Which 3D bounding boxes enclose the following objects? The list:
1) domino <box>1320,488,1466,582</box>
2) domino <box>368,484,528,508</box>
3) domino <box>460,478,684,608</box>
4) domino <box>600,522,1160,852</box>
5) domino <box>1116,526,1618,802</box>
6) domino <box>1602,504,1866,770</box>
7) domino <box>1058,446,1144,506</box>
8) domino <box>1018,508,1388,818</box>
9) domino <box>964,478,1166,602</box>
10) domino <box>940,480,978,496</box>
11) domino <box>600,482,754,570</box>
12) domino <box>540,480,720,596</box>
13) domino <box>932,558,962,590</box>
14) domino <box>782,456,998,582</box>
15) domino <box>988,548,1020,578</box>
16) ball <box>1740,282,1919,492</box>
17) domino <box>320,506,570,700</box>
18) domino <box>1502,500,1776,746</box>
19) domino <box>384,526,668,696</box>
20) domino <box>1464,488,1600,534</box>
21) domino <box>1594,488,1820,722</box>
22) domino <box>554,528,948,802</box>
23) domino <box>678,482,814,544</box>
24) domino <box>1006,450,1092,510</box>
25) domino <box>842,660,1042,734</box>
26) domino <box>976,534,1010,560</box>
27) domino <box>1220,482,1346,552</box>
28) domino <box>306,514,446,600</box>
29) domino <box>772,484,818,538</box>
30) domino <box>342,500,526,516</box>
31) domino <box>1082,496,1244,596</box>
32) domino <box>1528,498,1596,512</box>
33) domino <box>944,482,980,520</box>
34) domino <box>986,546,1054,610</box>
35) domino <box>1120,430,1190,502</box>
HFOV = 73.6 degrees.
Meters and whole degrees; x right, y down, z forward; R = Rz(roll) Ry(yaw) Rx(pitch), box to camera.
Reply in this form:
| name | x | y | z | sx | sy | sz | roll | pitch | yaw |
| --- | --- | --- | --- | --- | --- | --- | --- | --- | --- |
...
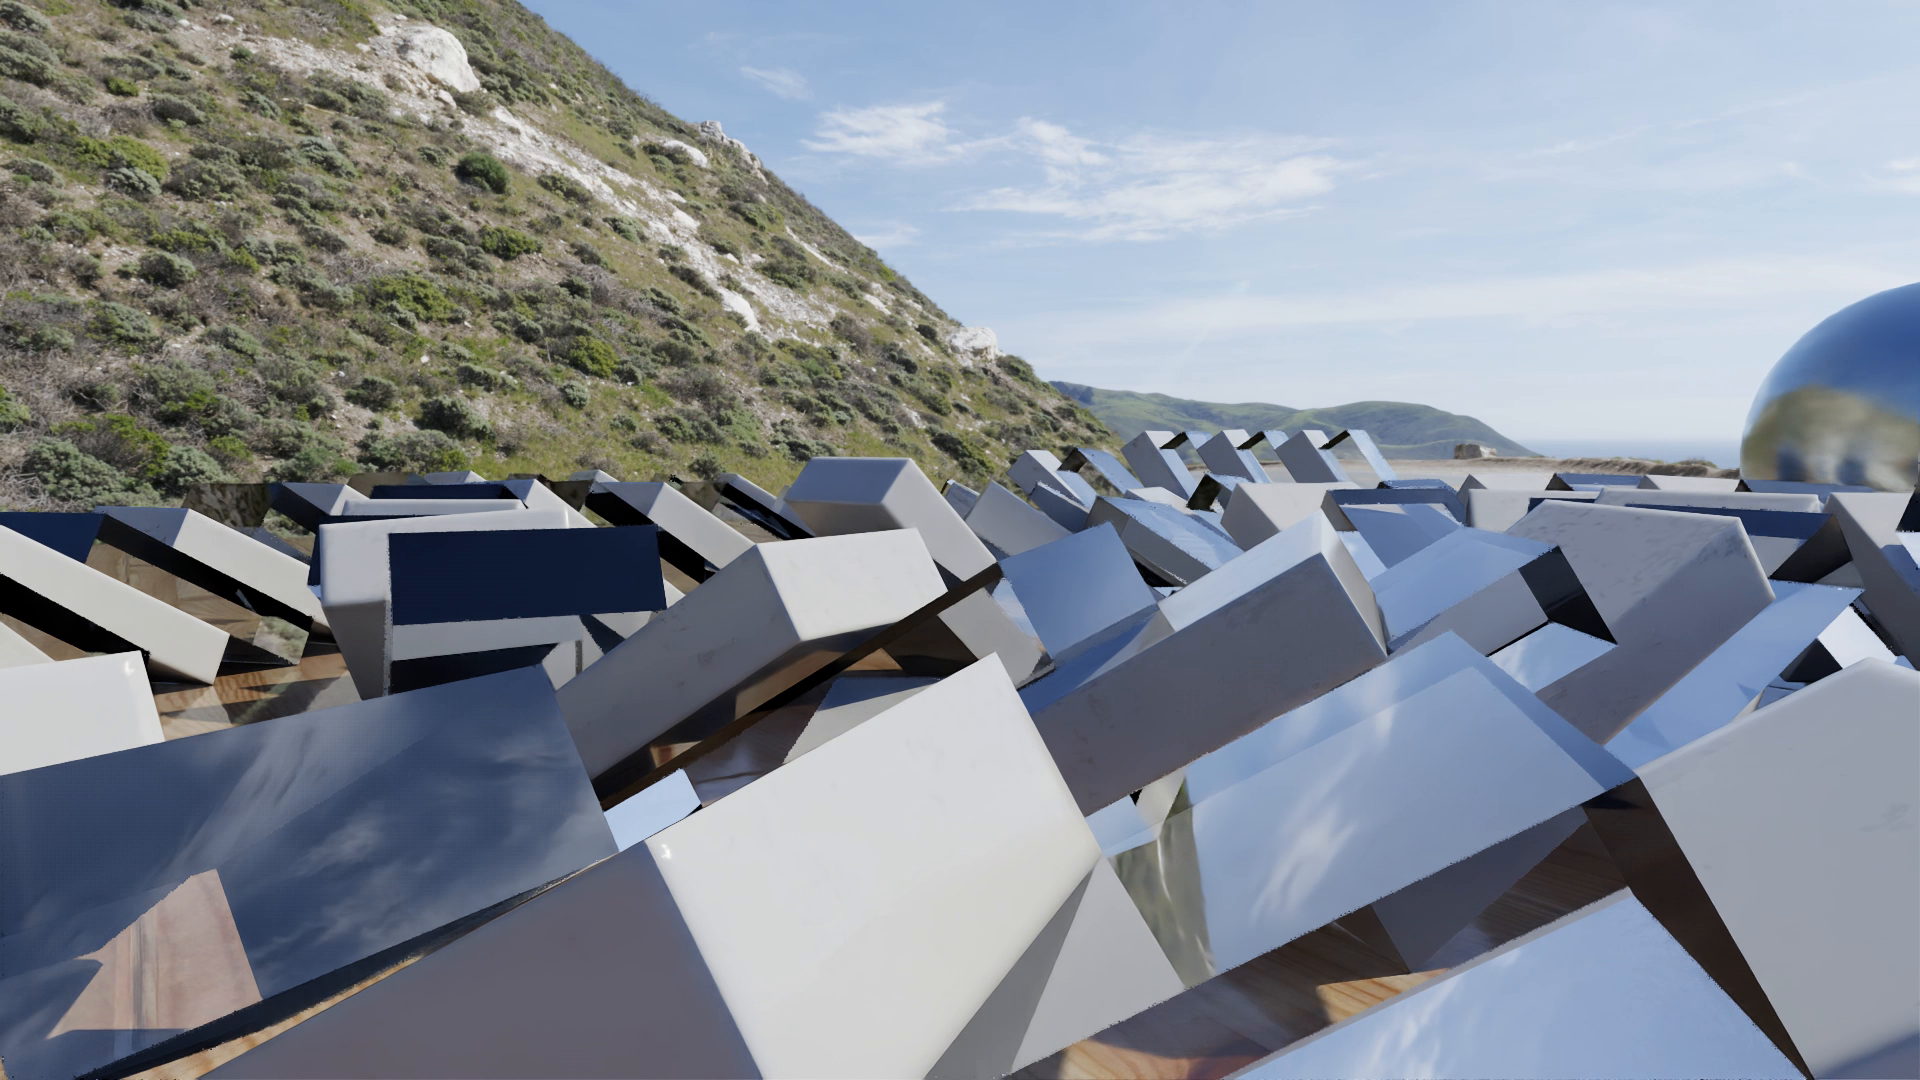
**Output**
| name | x | y | z | sx | sy | sz | roll | pitch | yaw |
| --- | --- | --- | --- | --- | --- | --- | --- | --- | --- |
| domino | 0.083 | 0.009 | 0.219 | 0.025 | 0.009 | 0.050 | -1 | 36 | -13 |
| domino | -0.076 | 0.008 | 0.221 | 0.025 | 0.009 | 0.050 | 0 | -30 | 19 |
| domino | -0.073 | 0.006 | 0.239 | 0.025 | 0.009 | 0.050 | -1 | -30 | 29 |
| domino | -0.008 | 0.016 | 0.121 | 0.050 | 0.009 | 0.025 | -32 | -7 | 27 |
| domino | 0.031 | 0.017 | 0.119 | 0.050 | 0.009 | 0.025 | -31 | 1 | 6 |
| domino | 0.067 | 0.015 | 0.137 | 0.050 | 0.009 | 0.025 | -36 | 16 | -15 |
| domino | 0.054 | -0.008 | 0.393 | 0.050 | 0.009 | 0.025 | 47 | 21 | 22 |
| domino | 0.013 | 0.016 | 0.116 | 0.050 | 0.009 | 0.025 | -32 | -1 | 18 |
| domino | 0.024 | 0.006 | 0.246 | 0.050 | 0.009 | 0.025 | 34 | 4 | -2 |
| domino | 0.017 | -0.002 | 0.391 | 0.050 | 0.009 | 0.025 | 28 | 5 | 1 |
| domino | -0.053 | 0.005 | 0.274 | 0.025 | 0.009 | 0.050 | 3 | -27 | 45 |
| domino | -0.065 | 0.005 | 0.257 | 0.025 | 0.009 | 0.050 | 0 | -29 | 37 |
| domino | -0.010 | 0.013 | 0.195 | 0.025 | 0.009 | 0.050 | -6 | -20 | 21 |
| domino | -0.005 | 0.006 | 0.222 | 0.025 | 0.009 | 0.050 | 4 | -36 | 45 |
| domino | -0.008 | -0.003 | 0.383 | 0.050 | 0.009 | 0.025 | 29 | -1 | -13 |
| ball | 0.225 | -0.019 | 0.293 | 0.080 | 0.080 | 0.080 | 0 | 4 | 0 |
| domino | -0.061 | 0.013 | 0.158 | 0.025 | 0.009 | 0.050 | -5 | -25 | -19 |
| domino | 0.052 | 0.015 | 0.129 | 0.050 | 0.009 | 0.025 | -35 | 15 | -11 |
| domino | -0.051 | 0.015 | 0.144 | 0.025 | 0.009 | 0.050 | -2 | -27 | -26 |
| domino | 0.092 | 0.010 | 0.196 | 0.025 | 0.009 | 0.050 | 2 | 37 | 16 |
| domino | 0.081 | 0.013 | 0.153 | 0.025 | 0.009 | 0.050 | 5 | 42 | 49 |
| domino | -0.027 | 0.016 | 0.133 | 0.050 | 0.010 | 0.025 | -33 | -14 | 29 |
| domino | -0.039 | 0.004 | 0.290 | 0.050 | 0.009 | 0.025 | 34 | -15 | -30 |
| domino | 0.039 | -0.007 | 0.393 | 0.050 | 0.009 | 0.025 | 44 | 16 | 12 |
| domino | -0.001 | 0.025 | 0.172 | 0.025 | 0.010 | 0.050 | 0 | 4 | 1 |
| domino | 0.006 | 0.006 | 0.246 | 0.050 | 0.009 | 0.025 | 33 | 2 | -5 |
| domino | 0.072 | 0.007 | 0.237 | 0.025 | 0.009 | 0.050 | -1 | 36 | -24 |
| domino | -0.069 | 0.012 | 0.181 | 0.025 | 0.009 | 0.050 | -1 | -26 | -7 |
| domino | -0.021 | 0.003 | 0.306 | 0.050 | 0.009 | 0.025 | 29 | -2 | -13 |
| domino | -0.074 | 0.010 | 0.200 | 0.025 | 0.009 | 0.050 | 0 | -28 | 2 |
| domino | 0.050 | 0.007 | 0.254 | 0.025 | 0.009 | 0.050 | 4 | 25 | -46 |
| domino | 0.089 | 0.012 | 0.175 | 0.025 | 0.009 | 0.050 | 2 | 37 | 30 |
| domino | 0.018 | 0.002 | 0.317 | 0.050 | 0.009 | 0.025 | 30 | 3 | 0 |
| domino | -0.003 | 0.002 | 0.311 | 0.050 | 0.009 | 0.025 | 30 | -2 | -9 |
| domino | 0.069 | -0.009 | 0.384 | 0.009 | 0.050 | 0.025 | -37 | -13 | 25 |
